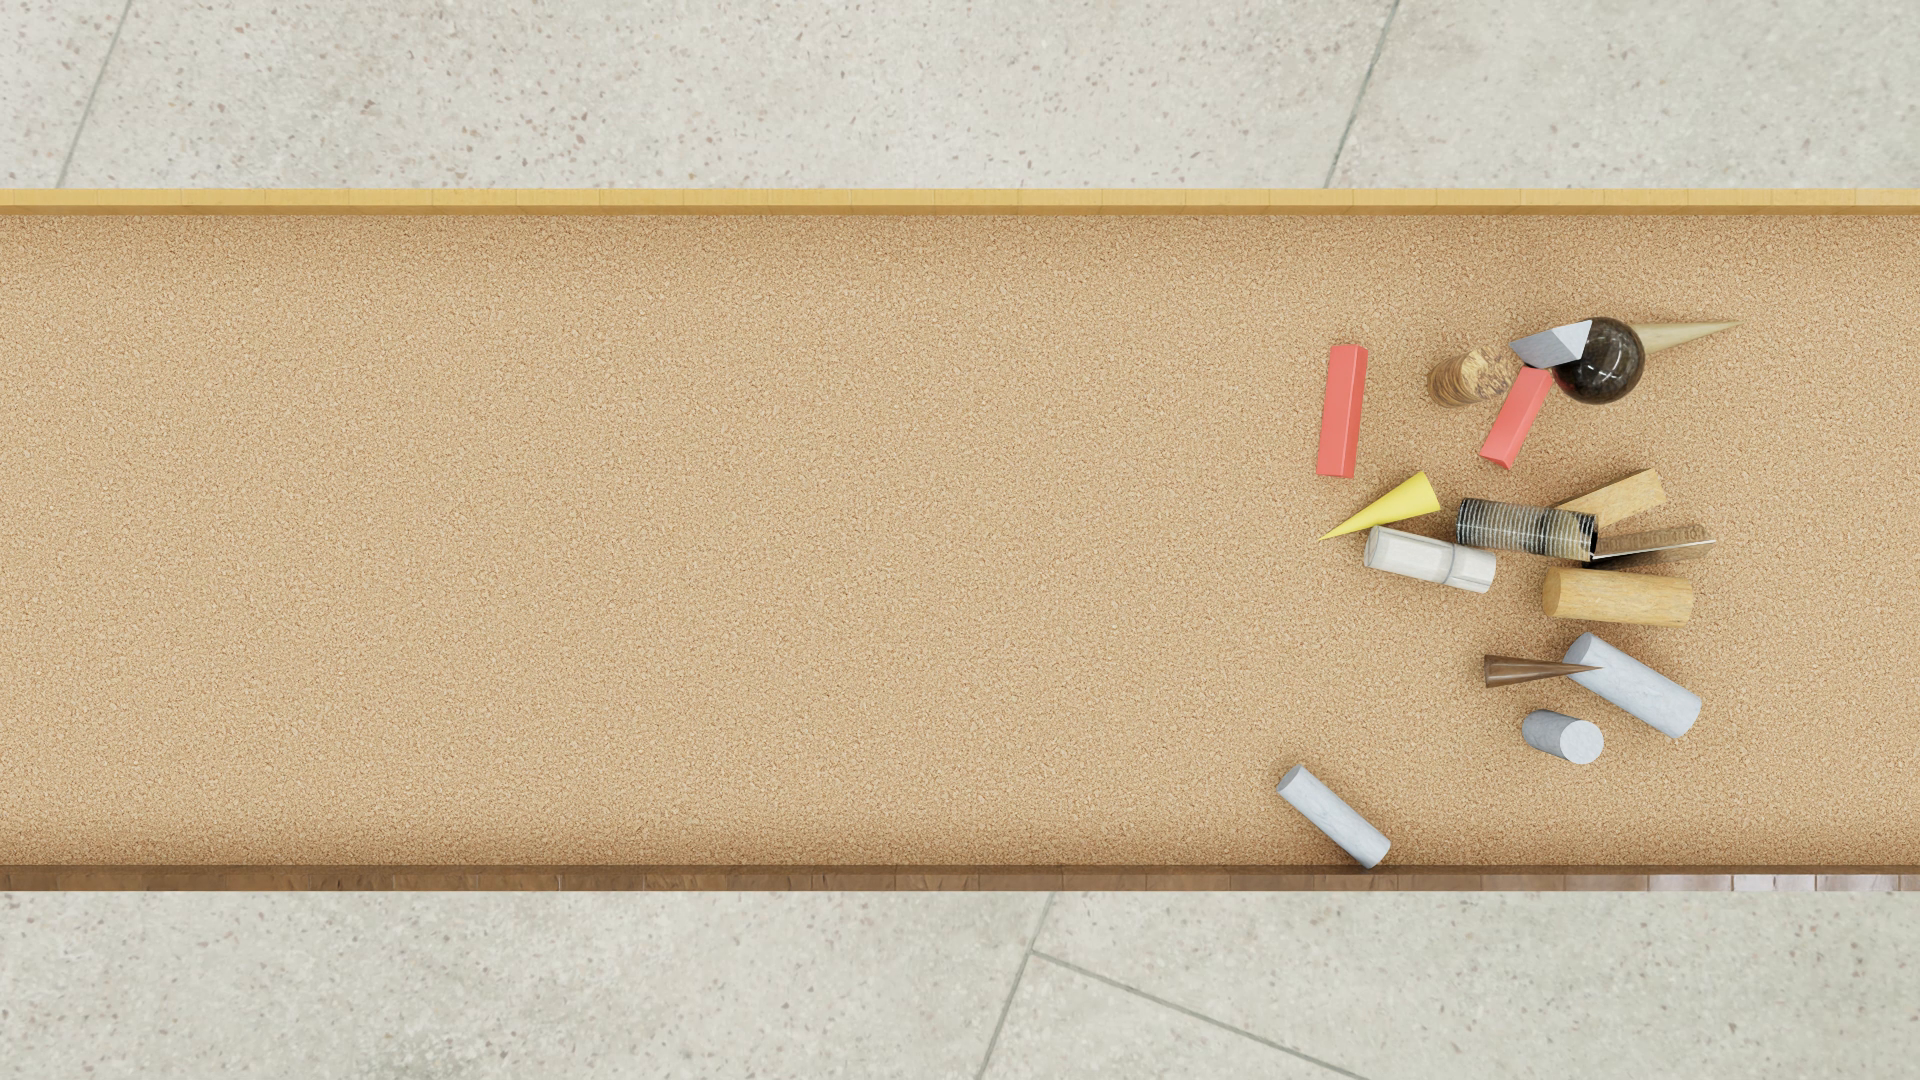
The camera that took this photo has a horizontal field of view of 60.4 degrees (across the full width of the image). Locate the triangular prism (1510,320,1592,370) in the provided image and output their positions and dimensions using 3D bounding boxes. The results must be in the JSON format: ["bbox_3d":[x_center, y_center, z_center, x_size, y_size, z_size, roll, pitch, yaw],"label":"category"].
[{"bbox_3d":[1.760,-0.592,4.879,0.099,0.392,0.115,-43,90,1],"label":"triangular prism"}]

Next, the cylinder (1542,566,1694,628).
[{"bbox_3d":[1.990,0.173,5.000,0.396,0.154,0.154,5,90,0],"label":"cylinder"}]

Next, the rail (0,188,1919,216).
[{"bbox_3d":[-2.247,-1.025,5.002,12.000,0.150,0.050,0,90,0],"label":"rail"}]

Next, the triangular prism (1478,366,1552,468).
[{"bbox_3d":[1.710,-0.375,5.030,0.103,0.089,0.303,26,90,0],"label":"triangular prism"}]

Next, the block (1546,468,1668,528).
[{"bbox_3d":[1.939,-0.098,5.022,0.370,0.109,0.109,-22,90,0],"label":"block"}]

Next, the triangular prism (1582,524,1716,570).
[{"bbox_3d":[2.098,0.028,5.030,0.377,0.087,0.101,-8,90,0],"label":"triangular prism"}]

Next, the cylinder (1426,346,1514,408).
[{"bbox_3d":[1.511,-0.479,4.902,0.150,0.350,0.150,0,90,0],"label":"cylinder"}]

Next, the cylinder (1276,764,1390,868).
[{"bbox_3d":[1.137,0.841,5.021,0.359,0.111,0.111,41,90,0],"label":"cylinder"}]

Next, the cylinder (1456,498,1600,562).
[{"bbox_3d":[1.693,-0.033,4.925,0.382,0.143,0.143,9,90,27],"label":"cylinder"}]

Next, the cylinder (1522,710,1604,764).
[{"bbox_3d":[1.793,0.583,4.916,0.126,0.321,0.126,0,90,0],"label":"cylinder"}]

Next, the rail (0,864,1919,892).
[{"bbox_3d":[-2.247,1.025,5.001,12.000,0.150,0.050,0,90,0],"label":"rail"}]

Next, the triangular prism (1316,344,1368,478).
[{"bbox_3d":[1.175,-0.392,5.025,0.113,0.098,0.397,7,90,0],"label":"triangular prism"}]

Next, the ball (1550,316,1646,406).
[{"bbox_3d":[1.912,-0.537,4.944,0.266,0.266,0.266,0,90,0],"label":"ball"}]

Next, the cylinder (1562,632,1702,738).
[{"bbox_3d":[2.034,0.440,5.002,0.383,0.149,0.149,30,90,0],"label":"cylinder"}]

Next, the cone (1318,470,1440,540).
[{"bbox_3d":[1.264,-0.074,5.044,0.373,0.132,0.132,-25,90,10],"label":"cone"}]

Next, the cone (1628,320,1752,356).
[{"bbox_3d":[2.231,-0.637,5.048,0.421,0.114,0.114,-10,90,-8],"label":"cone"}]

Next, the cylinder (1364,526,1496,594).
[{"bbox_3d":[1.426,0.059,5.012,0.365,0.129,0.129,13,90,0],"label":"cylinder"}]

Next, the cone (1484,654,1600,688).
[{"bbox_3d":[1.762,0.390,4.963,0.343,0.106,0.106,-4,90,22],"label":"cone"}]
